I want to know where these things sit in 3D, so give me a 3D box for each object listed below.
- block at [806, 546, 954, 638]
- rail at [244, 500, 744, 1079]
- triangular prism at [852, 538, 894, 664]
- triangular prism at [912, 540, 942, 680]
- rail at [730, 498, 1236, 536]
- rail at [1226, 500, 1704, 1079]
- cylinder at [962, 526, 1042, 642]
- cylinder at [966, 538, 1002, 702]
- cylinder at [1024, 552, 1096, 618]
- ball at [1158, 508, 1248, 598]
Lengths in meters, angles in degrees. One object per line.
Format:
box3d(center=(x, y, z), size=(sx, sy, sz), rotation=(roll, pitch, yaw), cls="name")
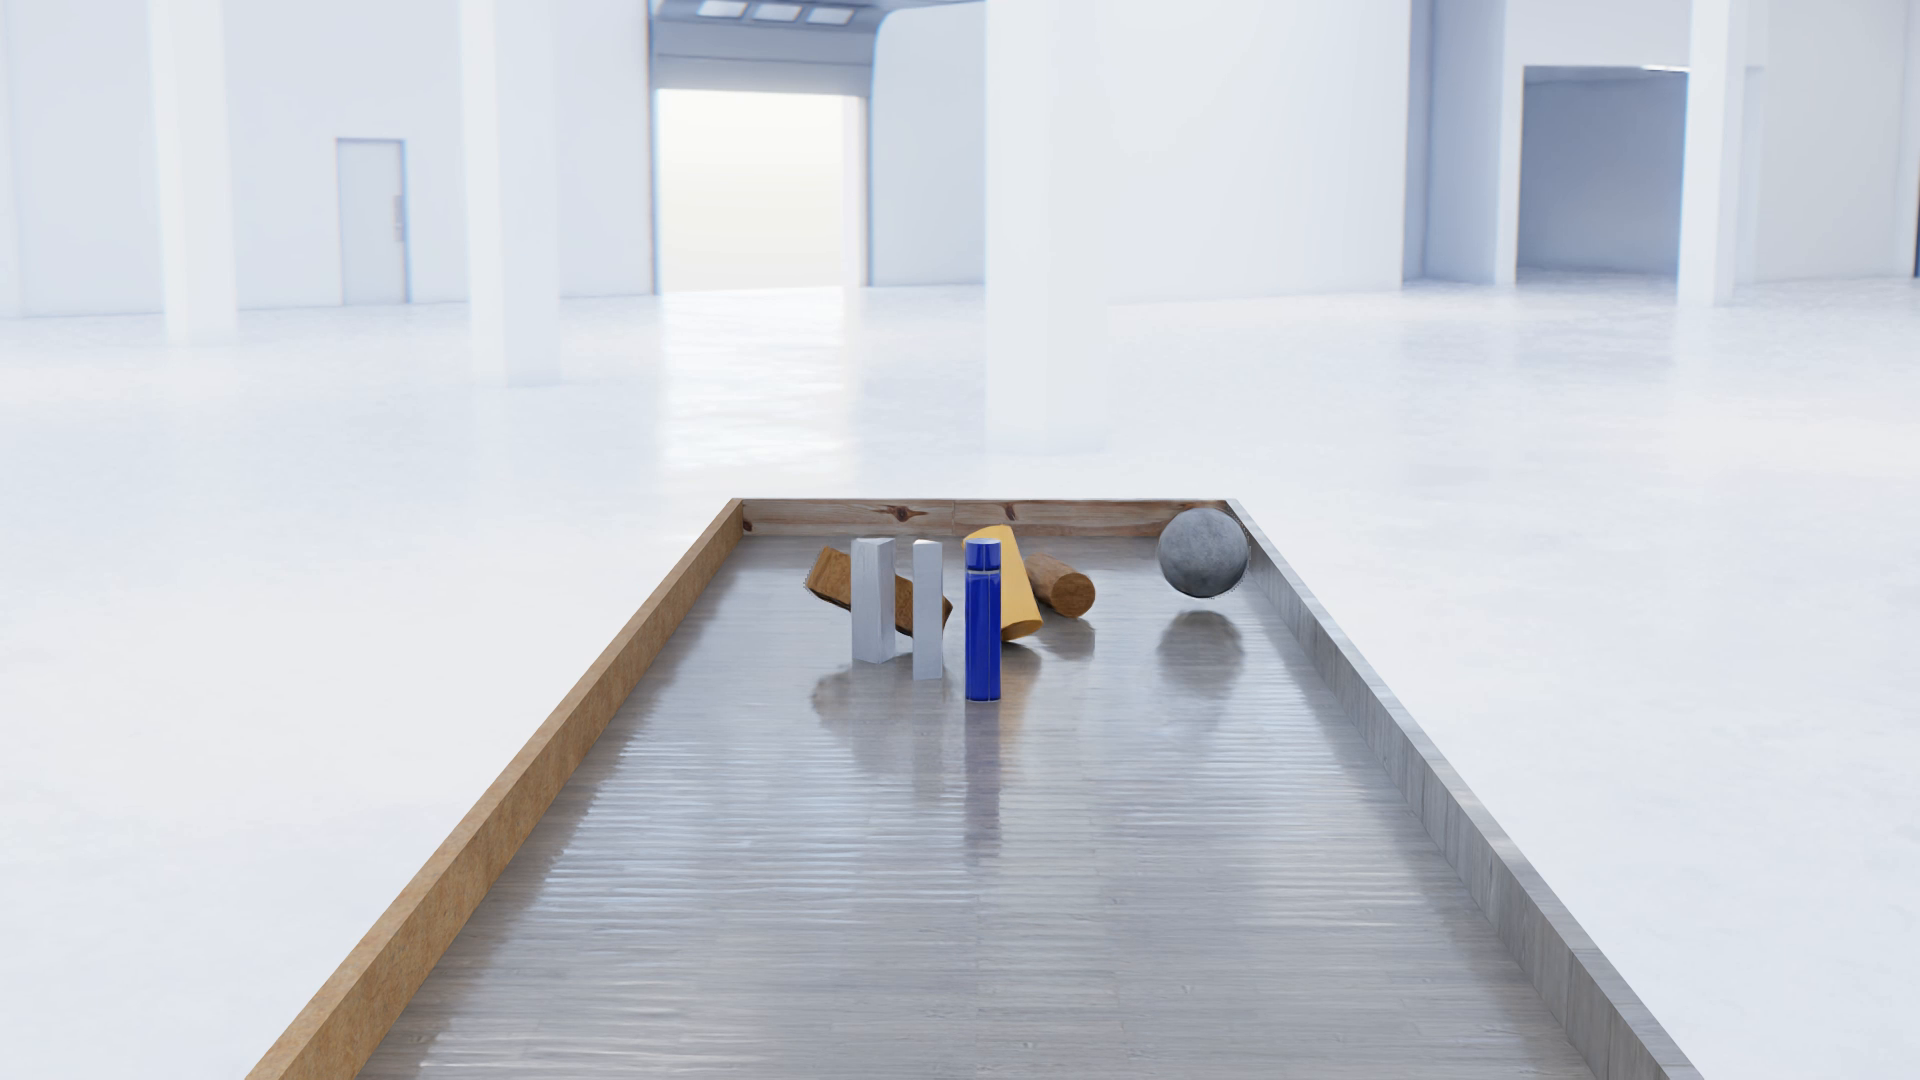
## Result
box3d(center=(-0.252, 0.177, 6.896), size=(0.424, 0.143, 0.143), rotation=(22, -10, 18), cls="block")
box3d(center=(-1.004, 0.839, 3.234), size=(0.050, 0.150, 12.000), rotation=(0, 9, 1), cls="rail")
box3d(center=(-0.244, 0.181, 6.701), size=(0.114, 0.366, 0.132), rotation=(-8, 12, -41), cls="triangular prism")
box3d(center=(-0.108, 0.203, 6.444), size=(0.091, 0.402, 0.079), rotation=(-3, 10, -21), cls="triangular prism")
box3d(center=(0.099, -0.098, 9.147), size=(2.100, 0.150, 0.050), rotation=(0, 9, 1), cls="rail")
box3d(center=(1.046, 0.843, 3.208), size=(0.050, 0.150, 12.000), rotation=(0, 9, 1), cls="rail")
box3d(center=(0.132, 0.138, 6.963), size=(0.169, 0.330, 0.169), rotation=(-16, -21, -6), cls="cylinder")
box3d(center=(0.065, 0.225, 6.153), size=(0.101, 0.450, 0.101), rotation=(0, 9, 0), cls="cylinder")
box3d(center=(0.330, 0.152, 7.562), size=(0.153, 0.153, 0.431), rotation=(-2, 9, -13), cls="cylinder")
box3d(center=(0.837, 0.045, 7.583), size=(0.313, 0.313, 0.313), rotation=(0, 9, 0), cls="ball")
